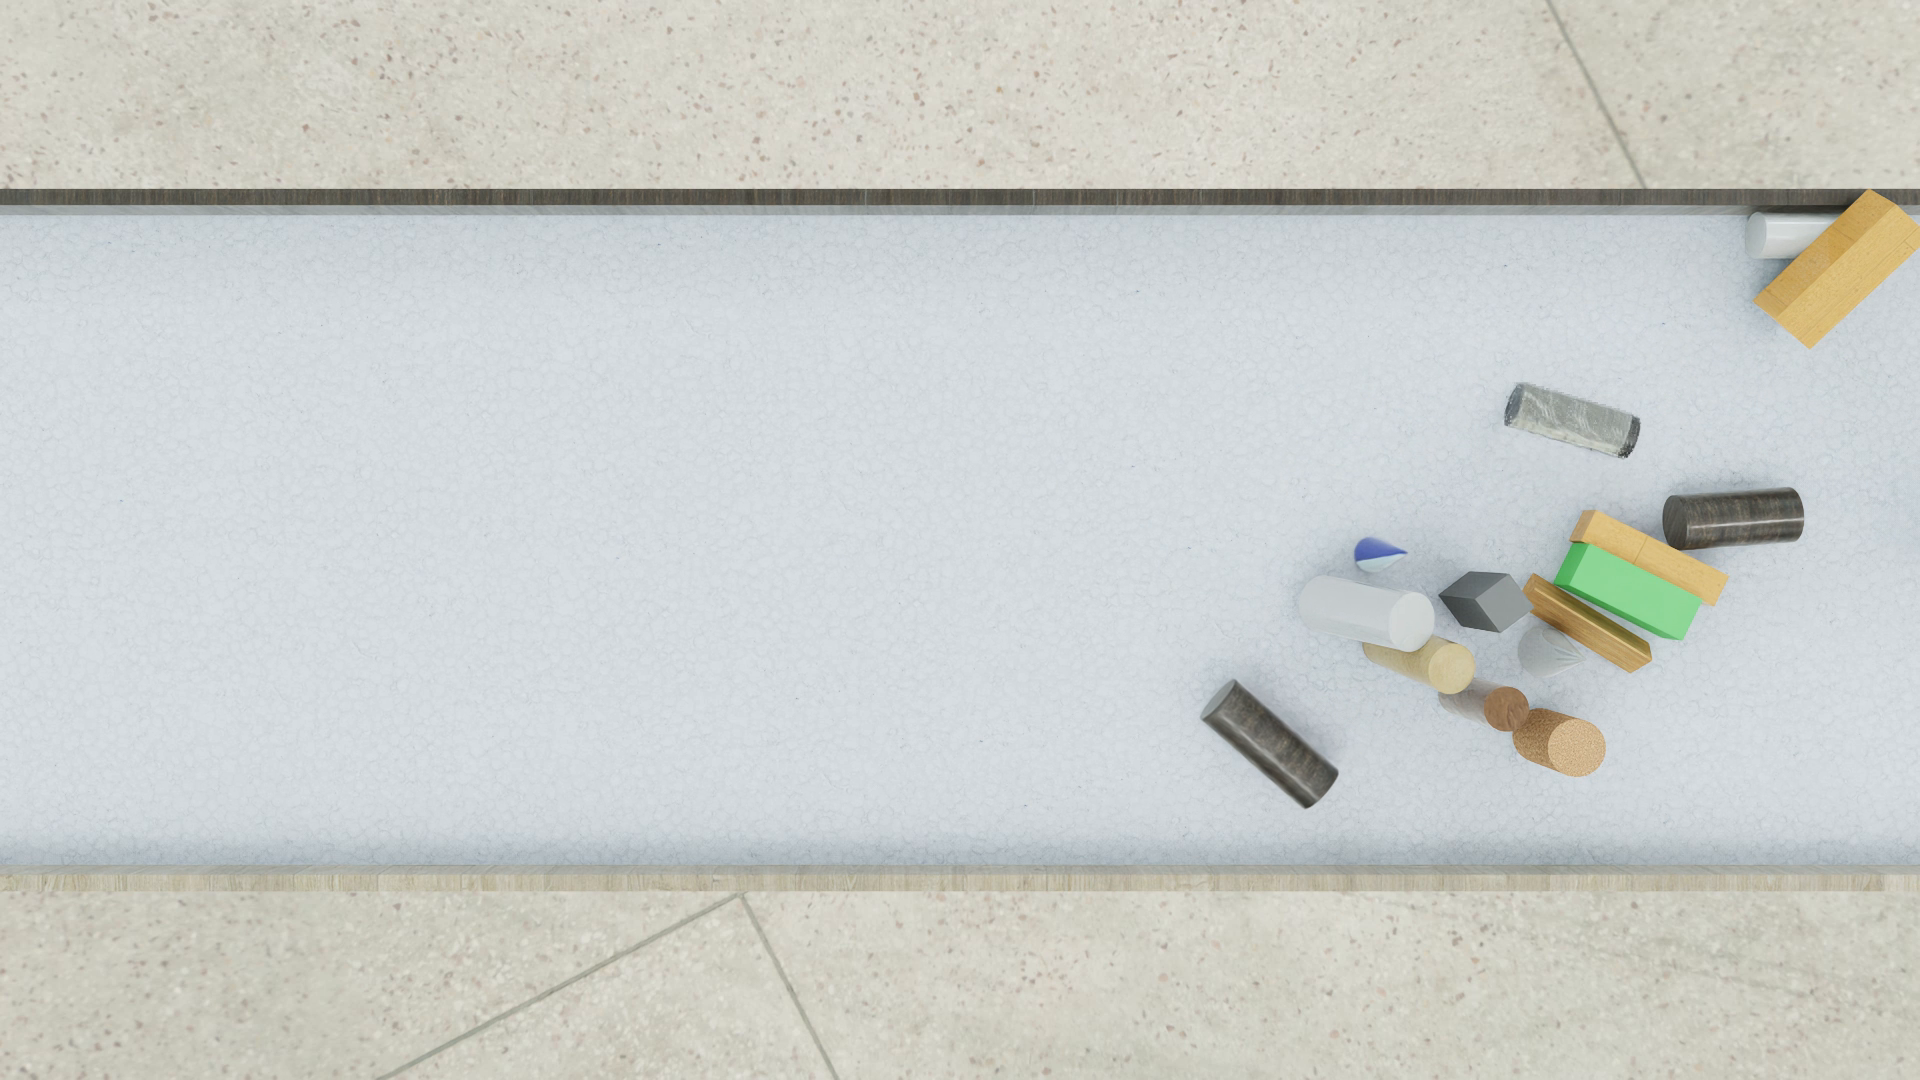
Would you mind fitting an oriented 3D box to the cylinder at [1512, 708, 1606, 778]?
[{"bbox_3d":[1.784,0.602,4.924,0.168,0.306,0.168,0,90,0],"label":"cylinder"}]

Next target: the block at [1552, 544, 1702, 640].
[{"bbox_3d":[2.024,0.156,5.007,0.378,0.139,0.139,26,90,0],"label":"block"}]

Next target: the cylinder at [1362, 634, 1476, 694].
[{"bbox_3d":[1.346,0.338,4.860,0.146,0.409,0.146,-2,98,-13],"label":"cylinder"}]

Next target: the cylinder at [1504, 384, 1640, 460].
[{"bbox_3d":[1.857,-0.360,5.008,0.365,0.137,0.137,16,90,0],"label":"cylinder"}]

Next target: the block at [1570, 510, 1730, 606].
[{"bbox_3d":[2.097,0.055,5.025,0.448,0.104,0.104,26,90,0],"label":"block"}]

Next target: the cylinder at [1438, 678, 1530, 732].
[{"bbox_3d":[1.535,0.475,4.854,0.128,0.444,0.128,0,90,0],"label":"cylinder"}]

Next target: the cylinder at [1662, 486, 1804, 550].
[{"bbox_3d":[2.338,-0.064,4.992,0.351,0.169,0.169,-4,90,0],"label":"cylinder"}]

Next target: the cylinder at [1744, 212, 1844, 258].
[{"bbox_3d":[2.619,-0.925,5.006,0.409,0.140,0.140,0,90,0],"label":"cylinder"}]

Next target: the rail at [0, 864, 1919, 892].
[{"bbox_3d":[-2.247,1.025,5.001,12.000,0.150,0.050,0,90,0],"label":"rail"}]

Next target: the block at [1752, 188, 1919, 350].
[{"bbox_3d":[2.612,-0.803,4.901,0.159,0.159,0.439,34,113,-17],"label":"block"}]

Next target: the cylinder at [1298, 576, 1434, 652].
[{"bbox_3d":[1.194,0.213,4.861,0.172,0.396,0.172,-3,97,-27],"label":"cylinder"}]

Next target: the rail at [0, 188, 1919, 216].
[{"bbox_3d":[-2.247,-1.025,5.002,12.000,0.150,0.050,0,90,0],"label":"rail"}]

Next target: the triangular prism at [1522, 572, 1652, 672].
[{"bbox_3d":[1.912,0.255,5.027,0.415,0.094,0.108,31,90,0],"label":"triangular prism"}]

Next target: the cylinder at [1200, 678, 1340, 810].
[{"bbox_3d":[0.936,0.617,4.995,0.414,0.161,0.161,41,90,0],"label":"cylinder"}]

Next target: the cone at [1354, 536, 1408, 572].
[{"bbox_3d":[1.275,0.040,4.892,0.113,0.363,0.113,0,88,-2],"label":"cone"}]

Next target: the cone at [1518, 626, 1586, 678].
[{"bbox_3d":[1.797,0.344,4.900,0.161,0.352,0.161,0,90,0],"label":"cone"}]

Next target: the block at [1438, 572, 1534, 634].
[{"bbox_3d":[1.556,0.181,4.893,0.122,0.367,0.122,-37,90,0],"label":"block"}]
